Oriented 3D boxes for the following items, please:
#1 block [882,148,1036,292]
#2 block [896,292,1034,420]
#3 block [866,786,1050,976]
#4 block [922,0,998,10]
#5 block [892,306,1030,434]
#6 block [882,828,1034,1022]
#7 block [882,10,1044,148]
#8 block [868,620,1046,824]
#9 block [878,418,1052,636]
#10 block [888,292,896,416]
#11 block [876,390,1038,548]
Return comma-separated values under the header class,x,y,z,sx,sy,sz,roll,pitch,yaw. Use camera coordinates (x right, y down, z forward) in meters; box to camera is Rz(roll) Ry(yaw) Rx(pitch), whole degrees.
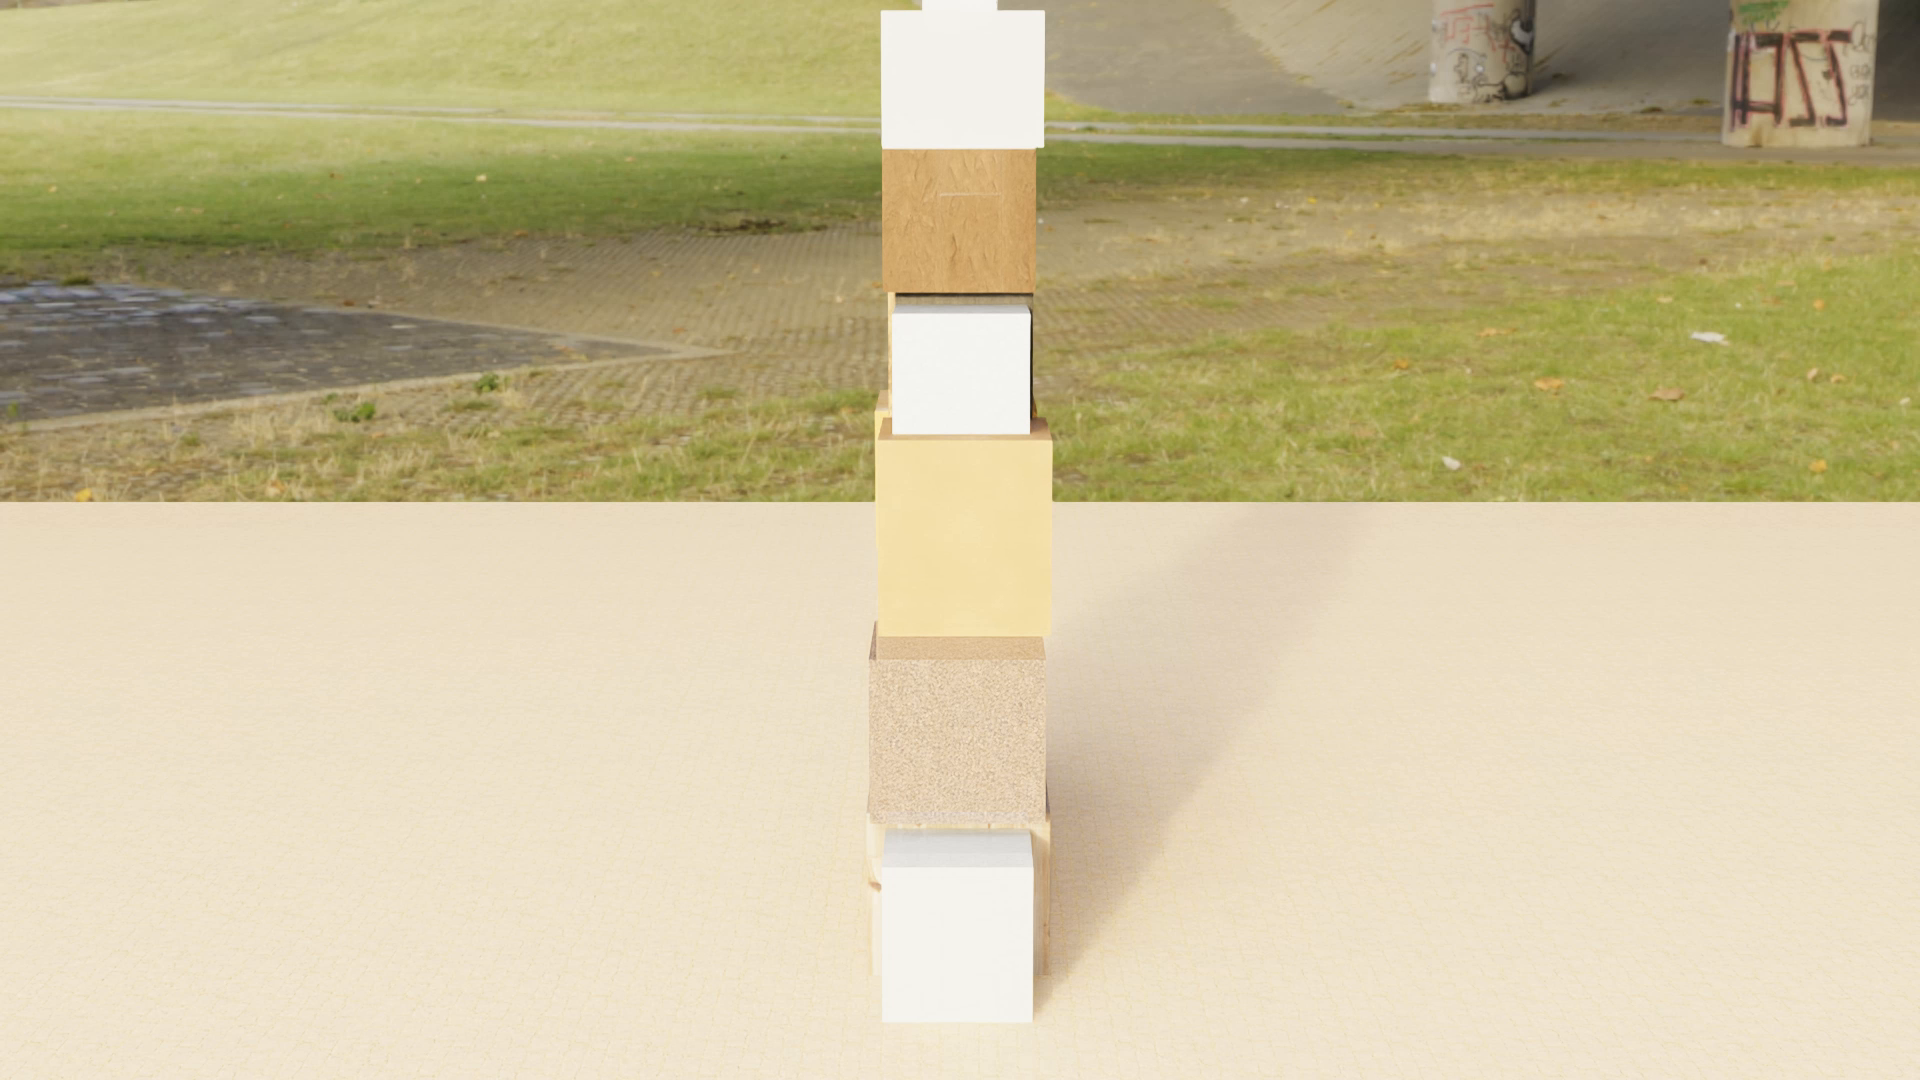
class,x,y,z,sx,sy,sz,roll,pitch,yaw
block,-0.004,-1.349,10.723,0.622,0.580,0.613,0,10,0
block,0.017,-0.815,10.916,0.570,0.540,0.583,0,10,0
block,-0.007,1.326,10.421,0.718,0.663,0.730,0,10,0
block,-0.001,-2.366,10.761,0.310,0.301,0.310,0,10,0
block,0.005,-0.695,10.400,0.545,0.478,0.465,0,9,0
block,-0.009,1.467,9.811,0.562,0.604,0.500,0,10,0
block,0.012,-1.946,10.842,0.670,0.554,0.556,0,10,0
block,-0.010,0.710,10.151,0.675,0.646,0.705,0,10,0
block,0.019,-0.068,10.459,0.683,0.778,0.770,0,9,0
block,0.001,-0.942,11.553,0.629,0.673,0.715,0,10,0
block,-0.017,-0.337,11.834,0.721,0.618,0.773,0,10,0
